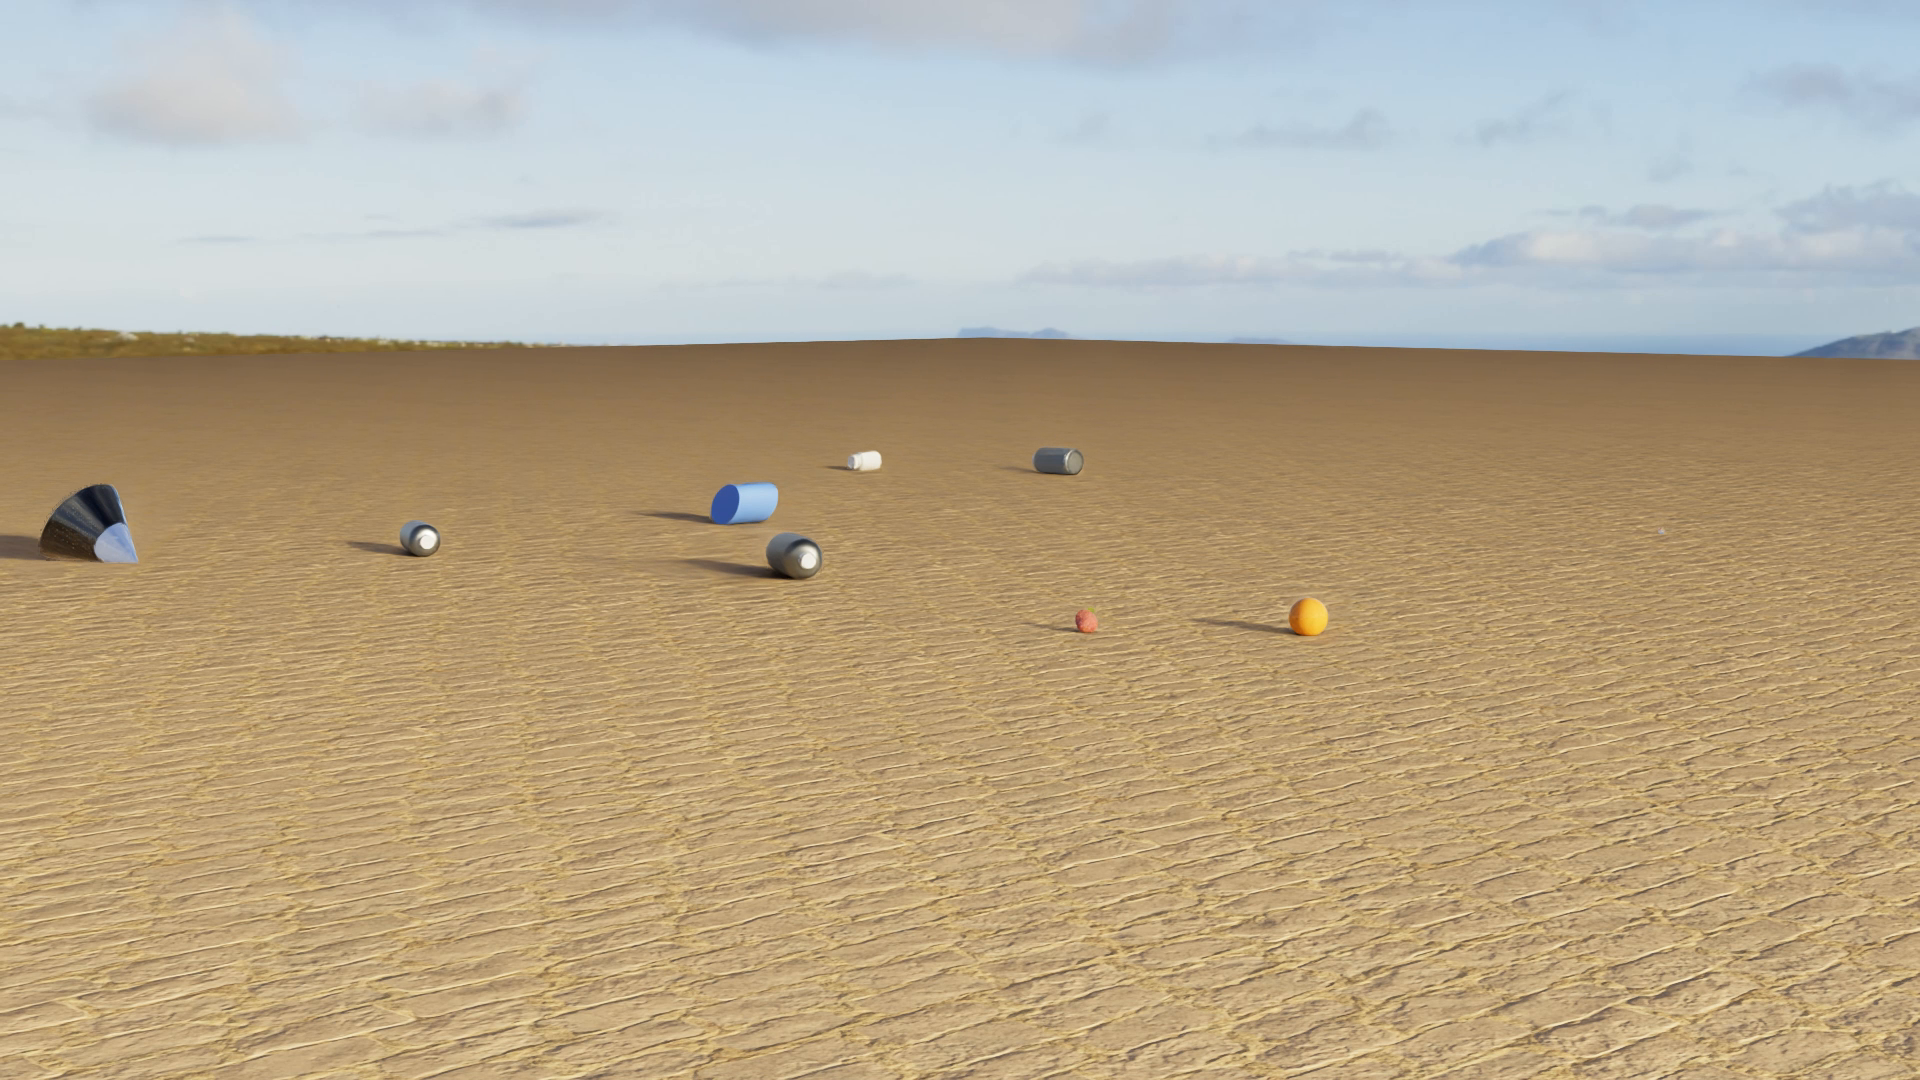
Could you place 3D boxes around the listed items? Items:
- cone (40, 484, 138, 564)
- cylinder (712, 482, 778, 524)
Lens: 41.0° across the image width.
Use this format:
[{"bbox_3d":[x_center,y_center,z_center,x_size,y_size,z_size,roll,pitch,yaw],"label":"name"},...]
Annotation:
[{"bbox_3d":[-1.961,0.006,5.915,0.189,0.197,0.237,32,35,17],"label":"cone"},{"bbox_3d":[-0.573,-0.097,6.819,0.127,0.091,0.143,-5,-27,-41],"label":"cylinder"}]
